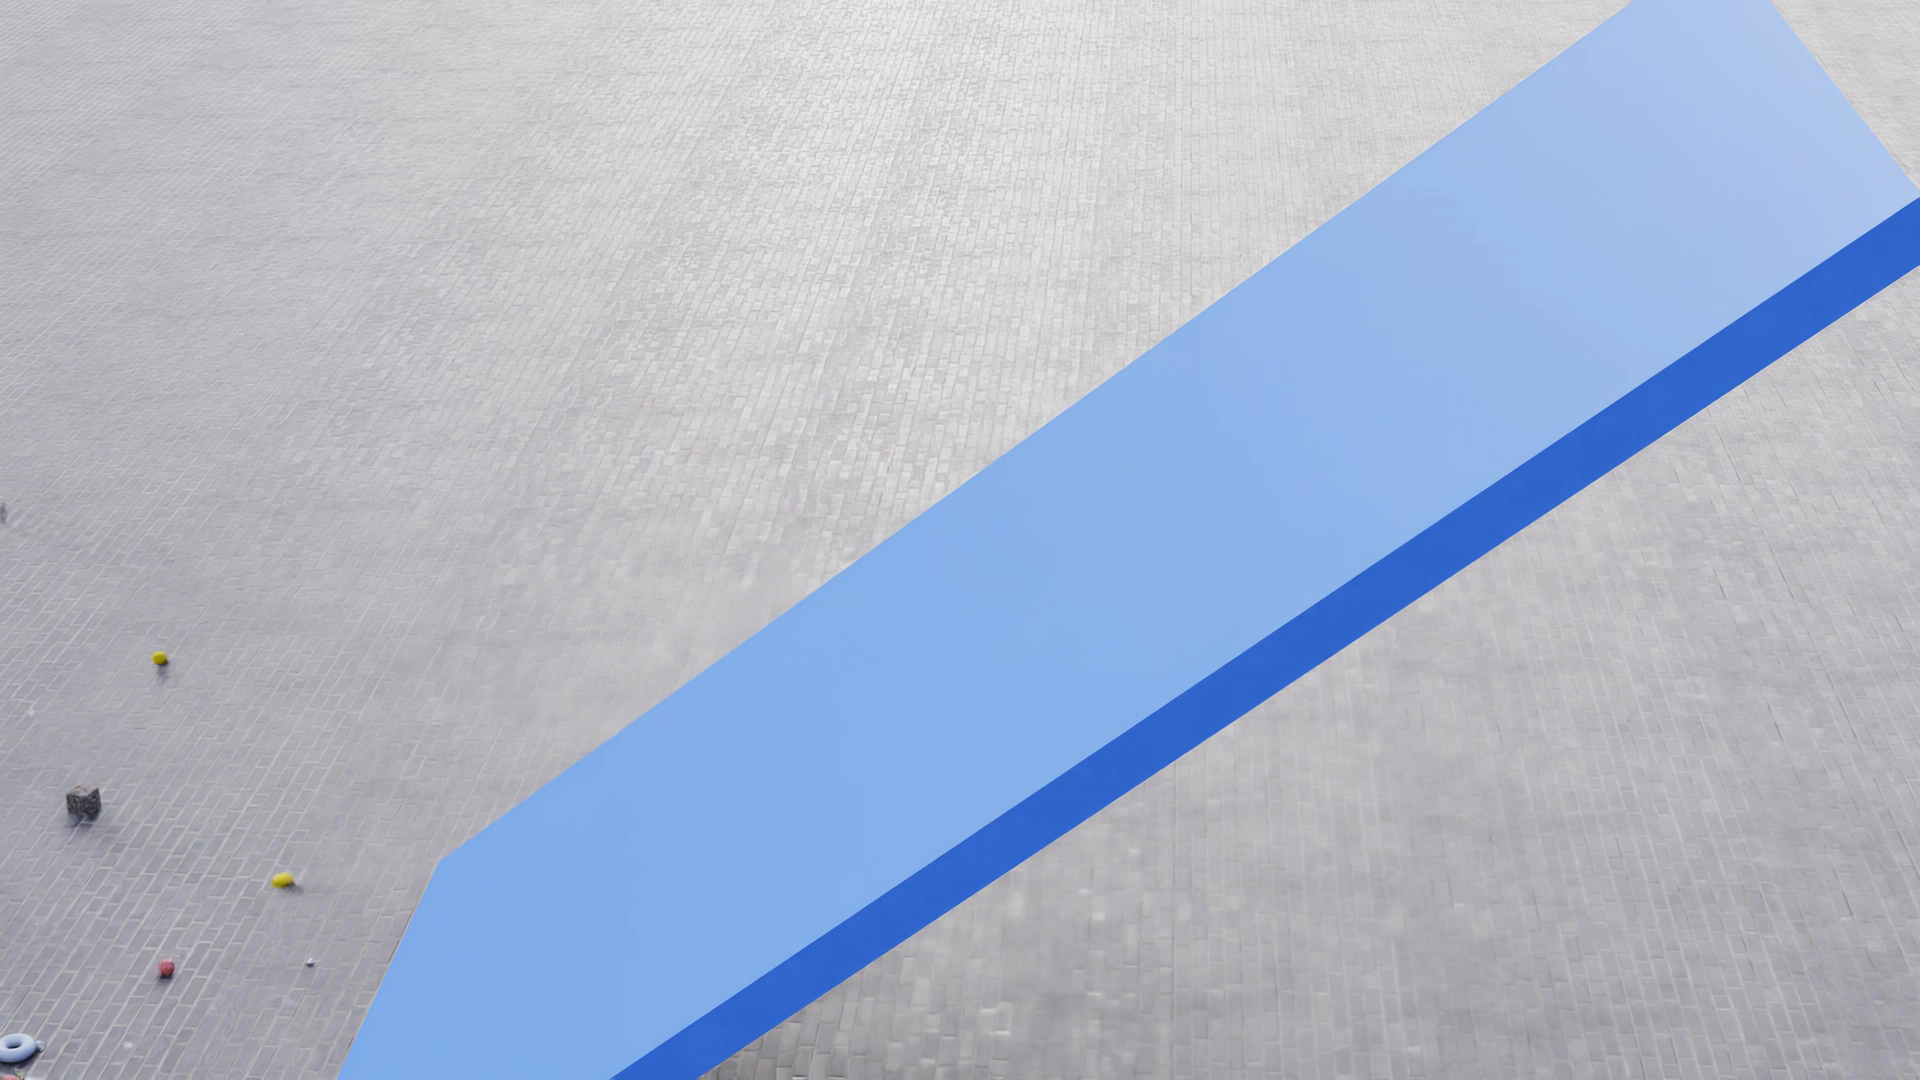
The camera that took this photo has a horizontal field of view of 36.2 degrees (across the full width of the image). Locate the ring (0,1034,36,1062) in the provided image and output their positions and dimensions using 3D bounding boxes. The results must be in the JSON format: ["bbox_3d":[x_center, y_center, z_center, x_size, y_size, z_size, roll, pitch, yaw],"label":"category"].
[{"bbox_3d":[-2.292,1.232,7.132,0.100,0.033,0.100,0,25,0],"label":"ring"}]

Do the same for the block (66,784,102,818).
[{"bbox_3d":[-2.458,0.730,8.250,0.064,0.064,0.064,8,25,18],"label":"block"}]

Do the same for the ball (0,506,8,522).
[{"bbox_3d":[-3.316,-0.090,10.140,0.062,0.062,0.062,0,23,0],"label":"ball"}]

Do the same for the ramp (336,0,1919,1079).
[{"bbox_3d":[0.123,0.184,6.336,4.000,0.100,2.000,-36,16,18],"label":"ramp"}]
